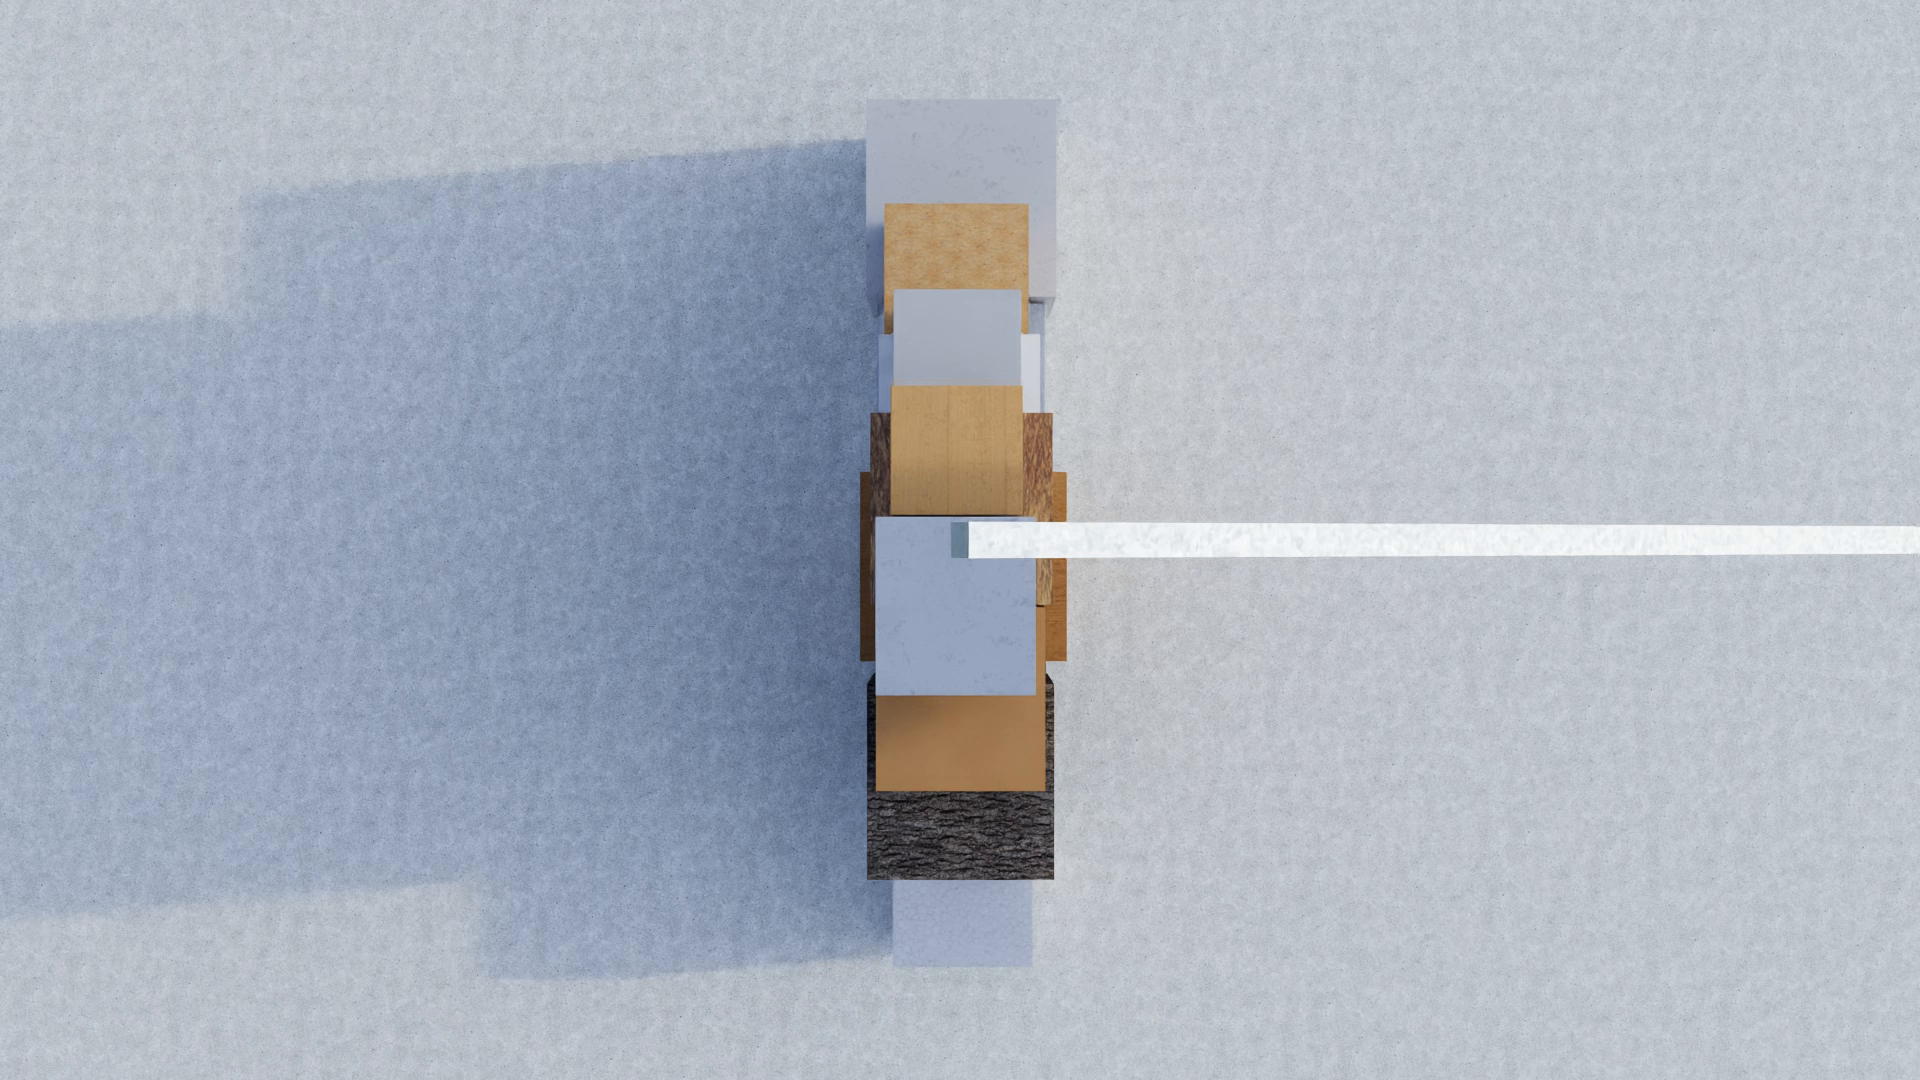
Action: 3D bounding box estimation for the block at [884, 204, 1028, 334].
[{"bbox_3d":[-0.019,-1.385,11.567,0.739,0.619,0.676,0,90,0],"label":"block"}]

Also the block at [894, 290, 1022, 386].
[{"bbox_3d":[-0.013,-0.910,10.891,0.612,0.646,0.570,0,88,0],"label":"block"}]

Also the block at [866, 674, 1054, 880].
[{"bbox_3d":[0.003,1.220,11.539,0.945,0.908,0.987,0,90,0],"label":"block"}]

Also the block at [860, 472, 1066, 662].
[{"bbox_3d":[0.019,0.145,12.497,1.126,1.007,1.033,0,90,0],"label":"block"}]

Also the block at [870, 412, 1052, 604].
[{"bbox_3d":[0.007,-0.145,10.687,0.849,0.900,0.896,0,90,0],"label":"block"}]

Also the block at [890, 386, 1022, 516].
[{"bbox_3d":[-0.015,-0.393,9.934,0.579,0.607,0.566,0,90,0],"label":"block"}]

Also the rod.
[{"bbox_3d":[2.234,0.000,6.231,5.200,0.080,0.080,0,90,-31],"label":"rod"}]

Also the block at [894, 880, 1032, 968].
[{"bbox_3d":[0.016,2.015,12.630,0.777,0.740,0.731,0,90,0],"label":"block"}]

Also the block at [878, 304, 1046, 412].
[{"bbox_3d":[0.007,-0.843,12.569,0.928,0.862,0.923,0,90,0],"label":"block"}]

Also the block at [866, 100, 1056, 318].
[{"bbox_3d":[0.008,-1.848,12.438,1.029,1.124,1.066,0,90,0],"label":"block"}]

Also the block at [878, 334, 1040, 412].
[{"bbox_3d":[-0.003,-0.586,11.602,0.824,0.794,0.904,0,88,0],"label":"block"}]

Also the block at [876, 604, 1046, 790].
[{"bbox_3d":[0.003,0.743,10.676,0.791,0.817,0.857,0,90,0],"label":"block"}]

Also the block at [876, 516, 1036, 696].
[{"bbox_3d":[-0.019,0.285,9.869,0.692,0.735,0.772,0,90,0],"label":"block"}]
